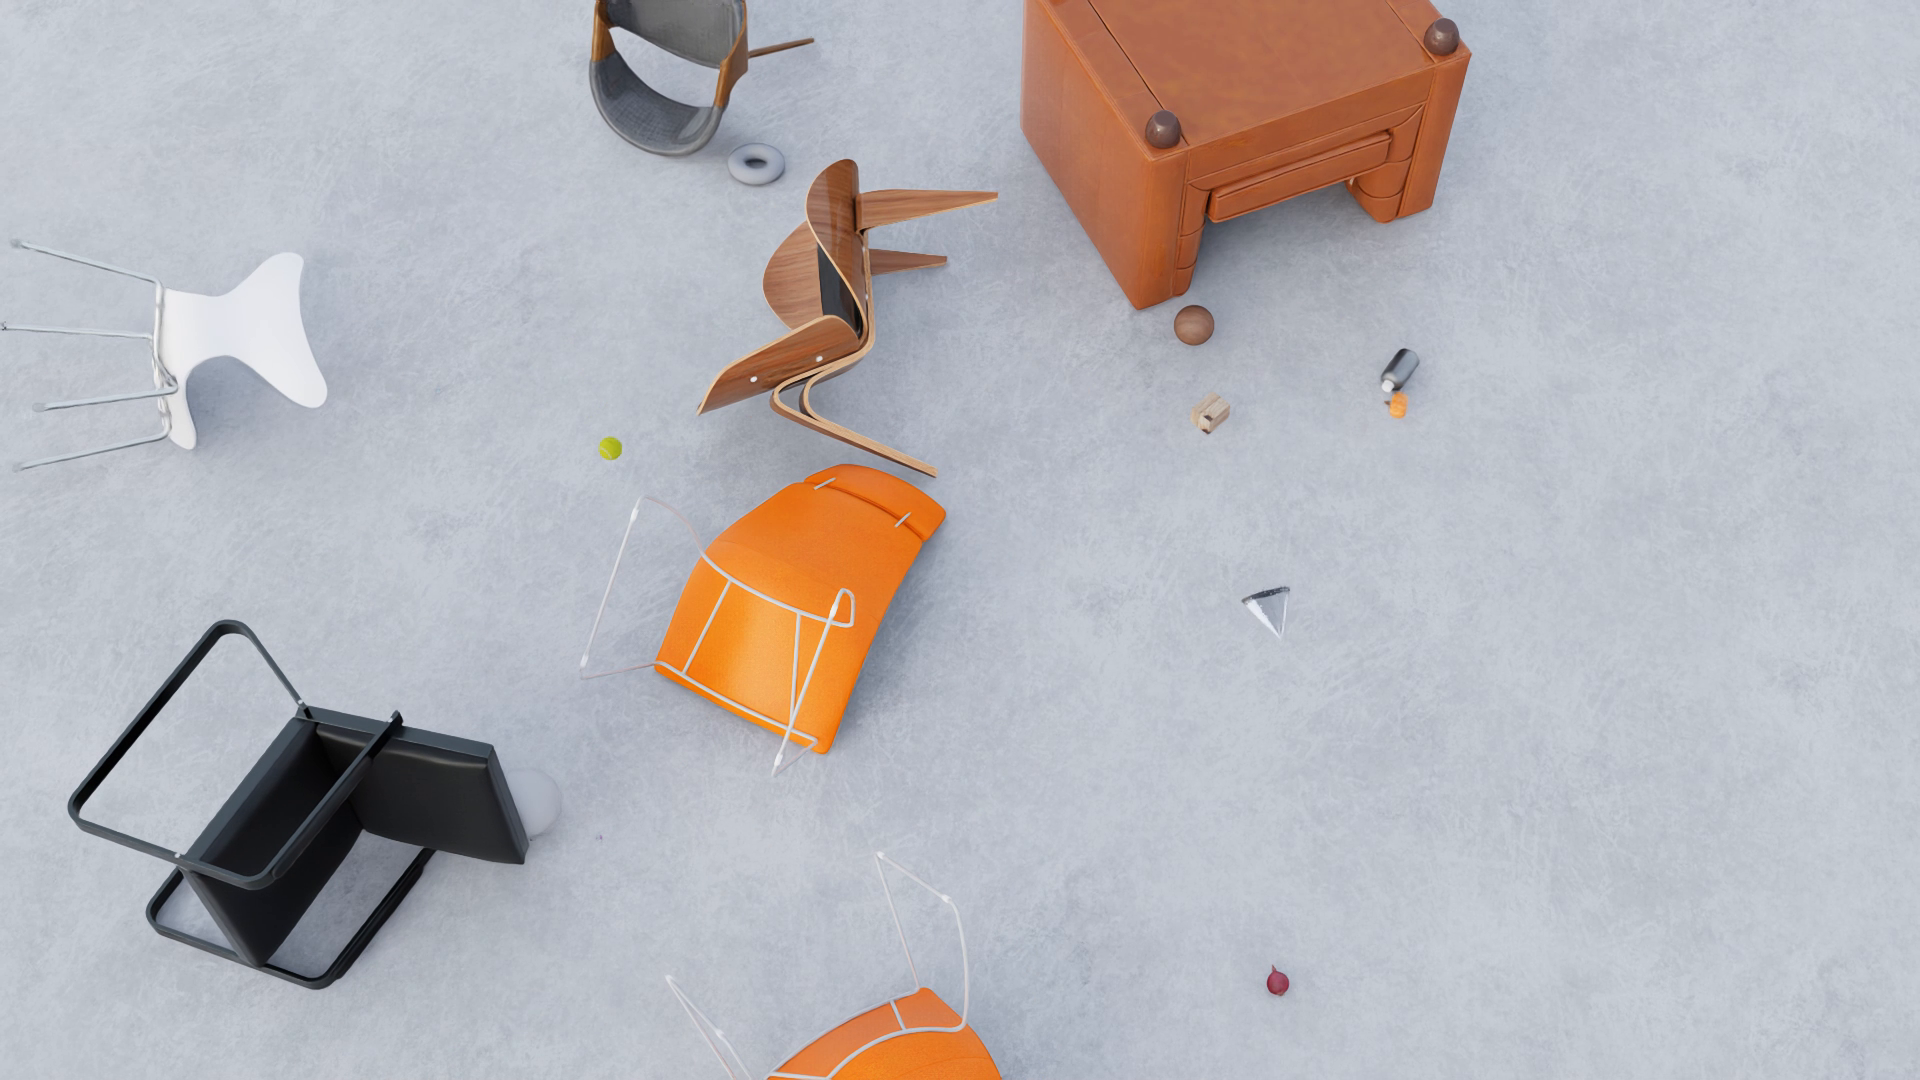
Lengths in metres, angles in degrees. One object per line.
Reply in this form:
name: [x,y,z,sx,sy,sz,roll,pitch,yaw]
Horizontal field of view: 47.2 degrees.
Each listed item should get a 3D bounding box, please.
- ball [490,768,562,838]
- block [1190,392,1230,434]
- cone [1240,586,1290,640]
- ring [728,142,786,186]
ball: [-1.178,0.716,5.979,0.191,0.191,0.191,0,56,0]
block: [0.774,-0.393,6.798,0.095,0.066,0.075,-39,64,-23]
cone: [0.913,0.224,6.402,0.156,0.071,0.147,-13,71,-14]
ring: [-0.684,-1.264,7.387,0.195,0.059,0.171,5,57,2]
